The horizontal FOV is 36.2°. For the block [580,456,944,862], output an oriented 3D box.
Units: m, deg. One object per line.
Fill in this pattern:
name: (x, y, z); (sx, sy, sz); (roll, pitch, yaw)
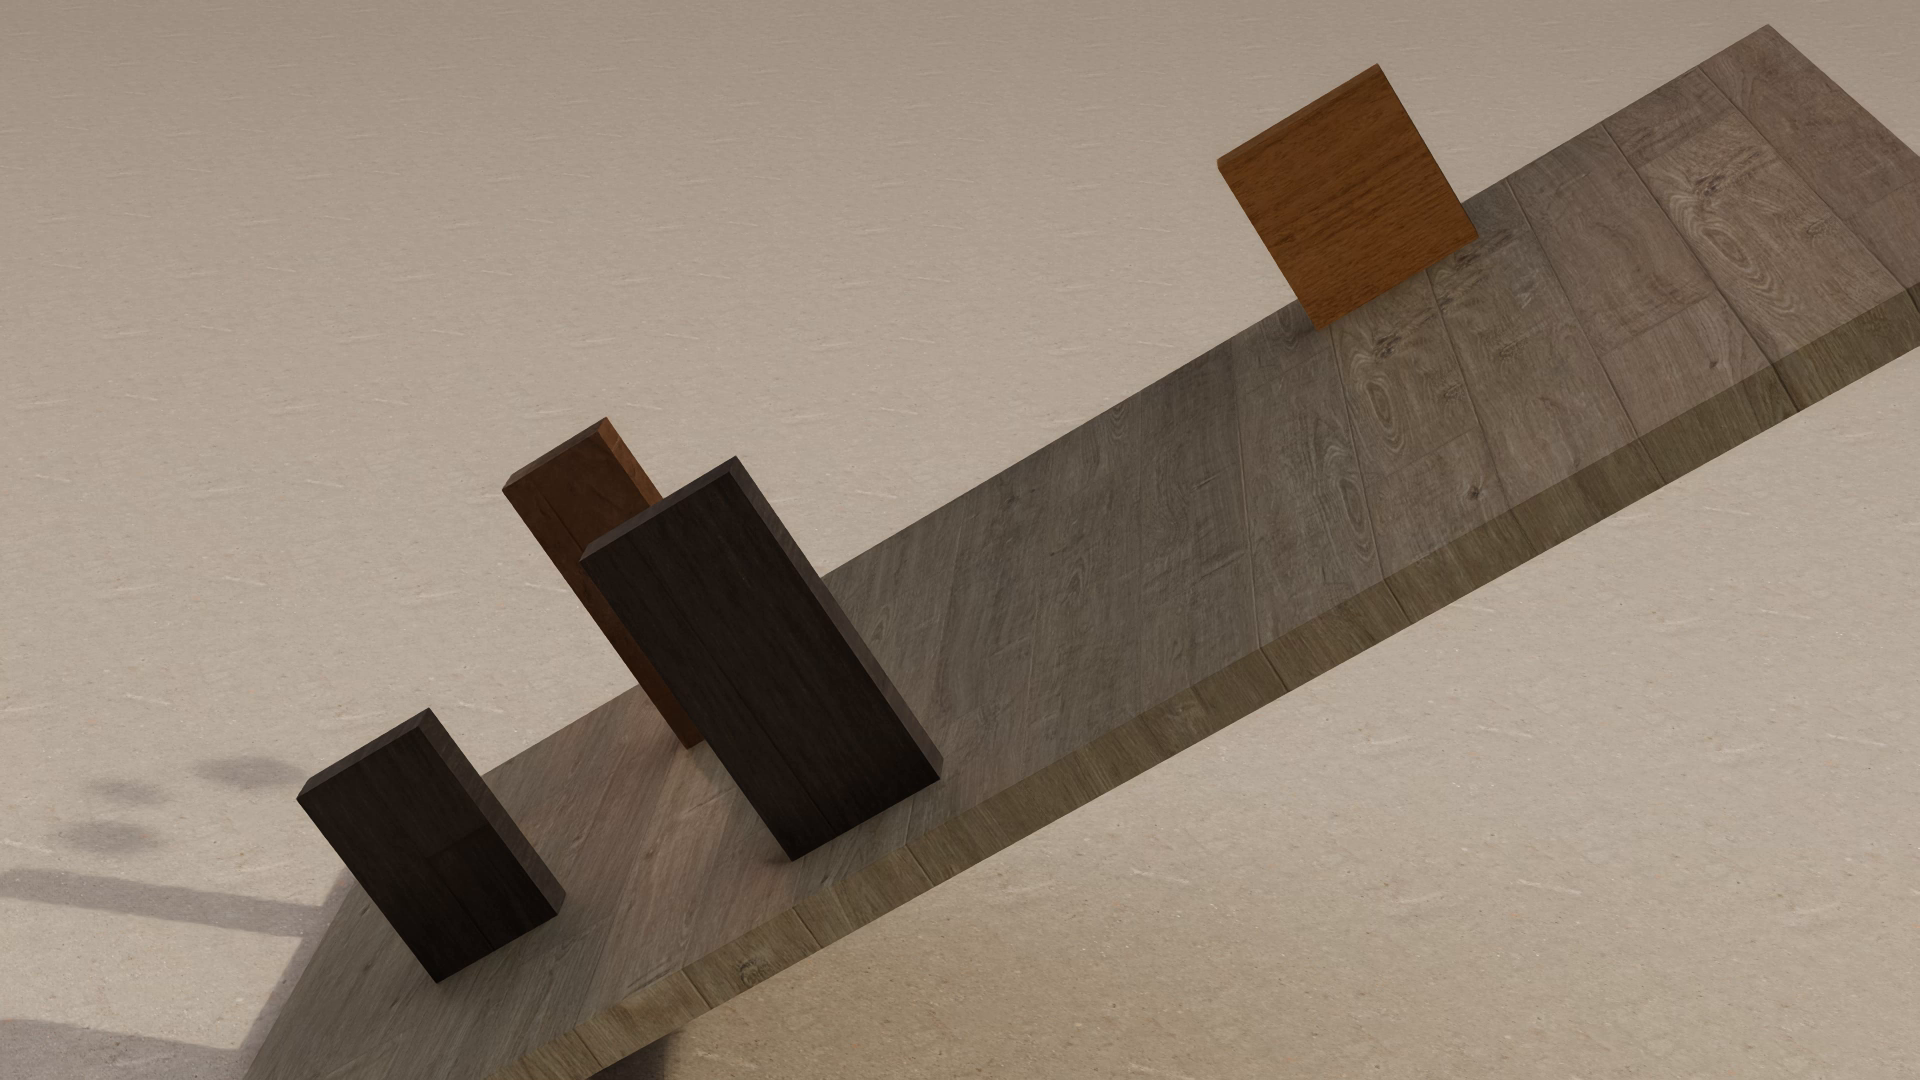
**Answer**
block: (-0.370, 0.230, 5.570); (0.339, 0.720, 0.096); (-30, 15, 13)

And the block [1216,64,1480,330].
block: (0.876, -0.772, 6.647); (0.418, 0.444, 0.091); (-30, 15, 13)

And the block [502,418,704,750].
block: (-0.708, 0.102, 6.652); (0.263, 0.735, 0.109); (-30, 15, 13)

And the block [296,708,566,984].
block: (-1.118, 0.650, 6.236); (0.321, 0.507, 0.102); (-30, 15, 13)

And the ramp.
ramp: (0.140, 0.170, 6.292); (4.000, 0.100, 2.000); (-30, 15, 13)
